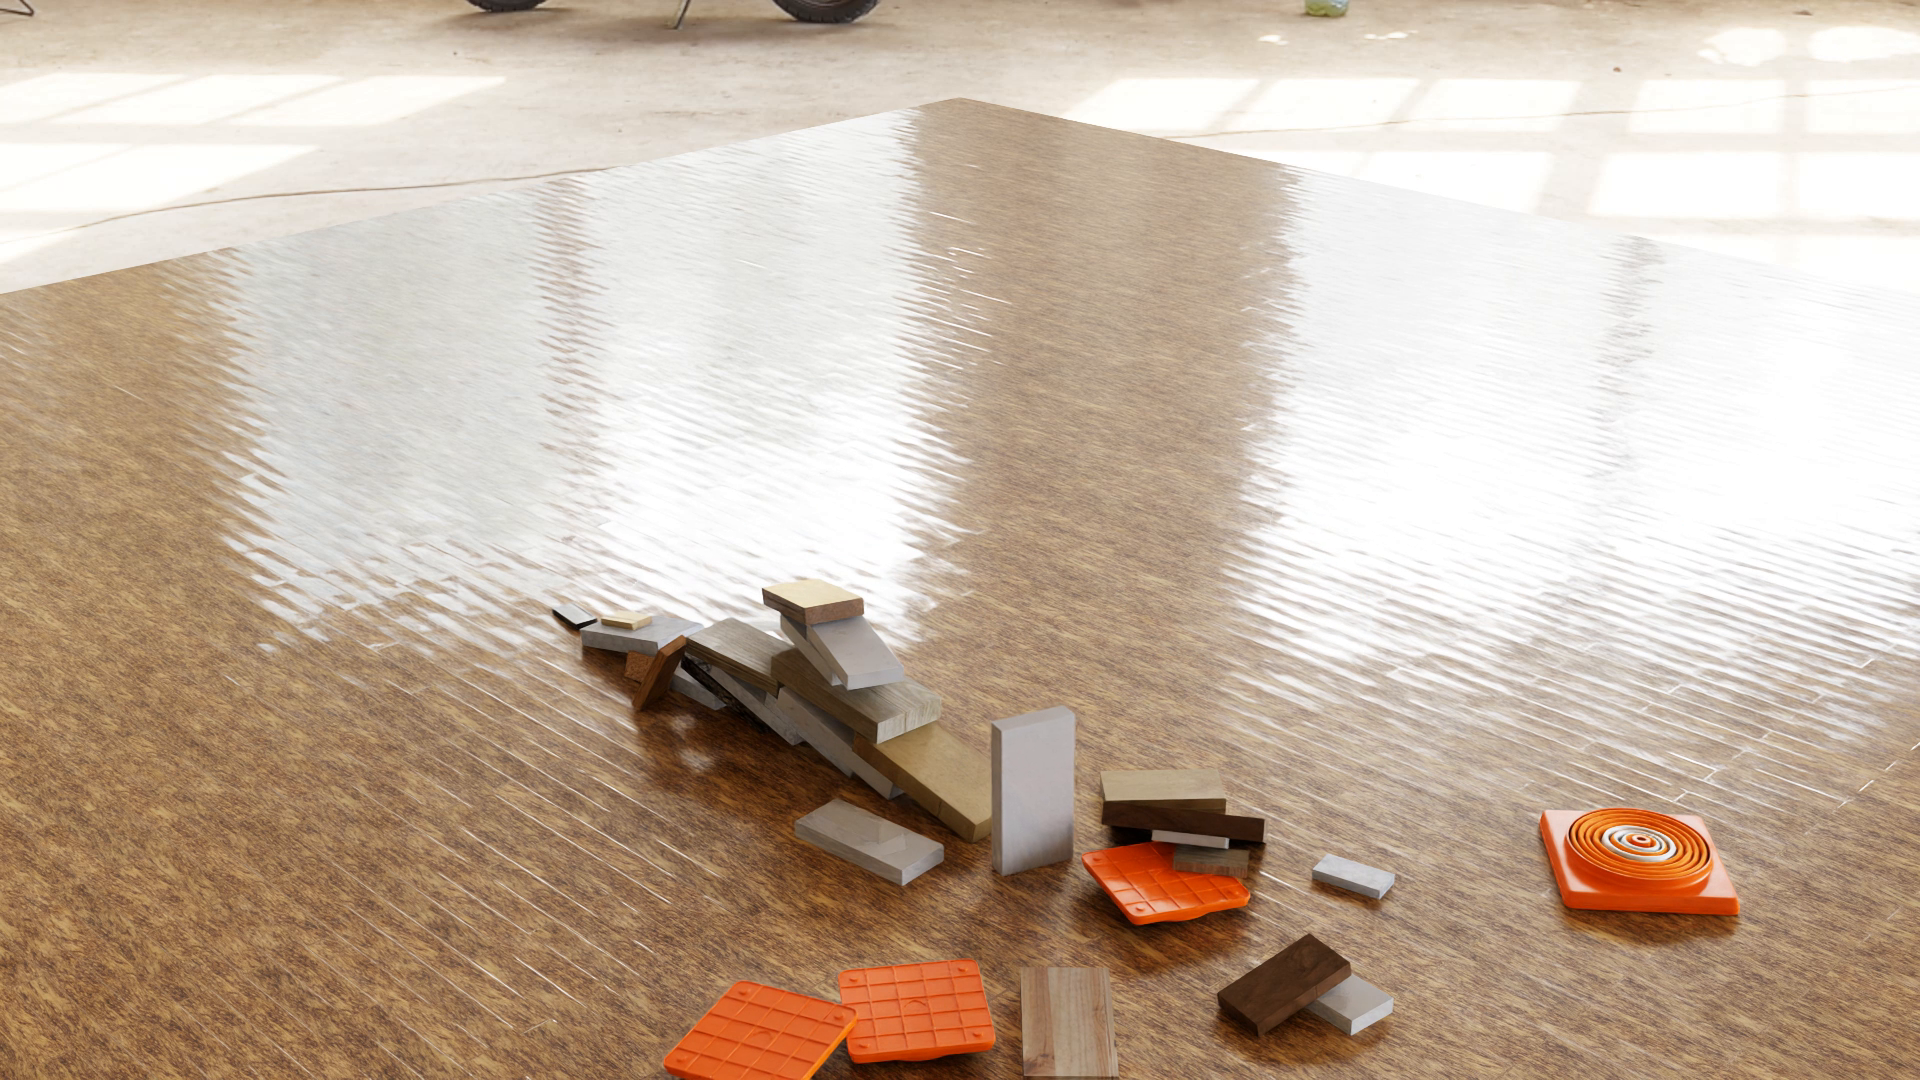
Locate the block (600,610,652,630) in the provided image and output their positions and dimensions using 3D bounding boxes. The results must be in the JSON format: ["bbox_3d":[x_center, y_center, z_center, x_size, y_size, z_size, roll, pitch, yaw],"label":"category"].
[{"bbox_3d":[-0.781,0.188,5.150,0.118,0.017,0.059,6,21,43],"label":"block"}]

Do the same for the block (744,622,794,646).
[{"bbox_3d":[-0.434,0.233,5.107,0.268,0.038,0.134,0,20,23],"label":"block"}]

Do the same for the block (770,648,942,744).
[{"bbox_3d":[-0.220,0.308,4.615,0.174,0.049,0.347,-19,34,-39],"label":"block"}]

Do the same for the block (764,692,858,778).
[{"bbox_3d":[-0.273,0.391,4.691,0.275,0.039,0.137,37,40,30],"label":"block"}]

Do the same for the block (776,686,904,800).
[{"bbox_3d":[-0.204,0.398,4.627,0.347,0.049,0.174,36,39,29],"label":"block"}]

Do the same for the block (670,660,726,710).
[{"bbox_3d":[-0.592,0.300,5.002,0.283,0.040,0.141,21,31,41],"label":"block"}]

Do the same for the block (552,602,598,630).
[{"bbox_3d":[-0.929,0.183,5.307,0.059,0.017,0.118,-17,28,-34],"label":"block"}]

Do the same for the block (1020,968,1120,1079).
[{"bbox_3d":[0.183,0.834,3.739,0.156,0.044,0.311,0,23,0],"label":"block"}]

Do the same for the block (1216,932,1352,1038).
[{"bbox_3d":[0.565,0.774,3.832,0.213,0.030,0.107,-27,34,-23],"label":"block"}]

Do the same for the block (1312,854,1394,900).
[{"bbox_3d":[0.754,0.644,4.217,0.139,0.020,0.070,14,27,30],"label":"block"}]

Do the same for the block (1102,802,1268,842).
[{"bbox_3d":[0.442,0.553,4.306,0.311,0.044,0.156,5,-8,11],"label":"block"}]

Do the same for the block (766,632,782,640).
[{"bbox_3d":[-0.396,0.276,4.961,0.175,0.025,0.088,42,25,22],"label":"block"}]

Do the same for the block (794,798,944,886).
[{"bbox_3d":[-0.179,0.591,4.323,0.285,0.035,0.122,18,29,37],"label":"block"}]

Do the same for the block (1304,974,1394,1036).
[{"bbox_3d":[0.643,0.789,3.864,0.107,0.030,0.213,-18,29,-35],"label":"block"}]

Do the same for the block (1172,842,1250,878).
[{"bbox_3d":[0.478,0.610,4.187,0.139,0.020,0.070,5,22,8],"label":"block"}]

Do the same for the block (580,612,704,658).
[{"bbox_3d":[-0.740,0.219,5.122,0.283,0.040,0.141,6,20,42],"label":"block"}]

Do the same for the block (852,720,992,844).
[{"bbox_3d":[-0.036,0.472,4.479,0.347,0.049,0.174,34,38,31],"label":"block"}]

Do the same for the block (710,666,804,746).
[{"bbox_3d":[-0.402,0.333,4.797,0.275,0.039,0.137,37,40,29],"label":"block"}]

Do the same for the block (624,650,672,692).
[{"bbox_3d":[-0.706,0.296,4.984,0.127,0.059,0.017,17,10,34],"label":"block"}]

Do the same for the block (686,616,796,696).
[{"bbox_3d":[-0.453,0.252,4.801,0.275,0.039,0.137,22,31,34],"label":"block"}]

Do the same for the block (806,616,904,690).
[{"bbox_3d":[-0.221,0.231,4.590,0.122,0.035,0.244,-8,28,-22],"label":"block"}]

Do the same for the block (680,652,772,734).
[{"bbox_3d":[-0.474,0.317,4.876,0.141,0.040,0.283,-22,45,-41],"label":"block"}]

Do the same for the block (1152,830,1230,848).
[{"bbox_3d":[0.441,0.572,4.201,0.139,0.020,0.070,5,-8,13],"label":"block"}]

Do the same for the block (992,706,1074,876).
[{"bbox_3d":[0.140,0.482,4.224,0.156,0.311,0.044,-11,24,-24],"label":"block"}]

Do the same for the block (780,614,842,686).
[{"bbox_3d":[-0.268,0.219,4.689,0.134,0.038,0.268,-10,29,-26],"label":"block"}]

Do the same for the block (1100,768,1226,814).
[{"bbox_3d":[0.414,0.516,4.501,0.244,0.035,0.122,-1,23,-2],"label":"block"}]

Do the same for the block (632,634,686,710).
[{"bbox_3d":[-0.661,0.293,4.857,0.025,0.175,0.088,38,34,11],"label":"block"}]

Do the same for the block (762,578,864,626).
[{"bbox_3d":[-0.320,0.132,4.760,0.134,0.038,0.268,-10,12,-23],"label":"block"}]
